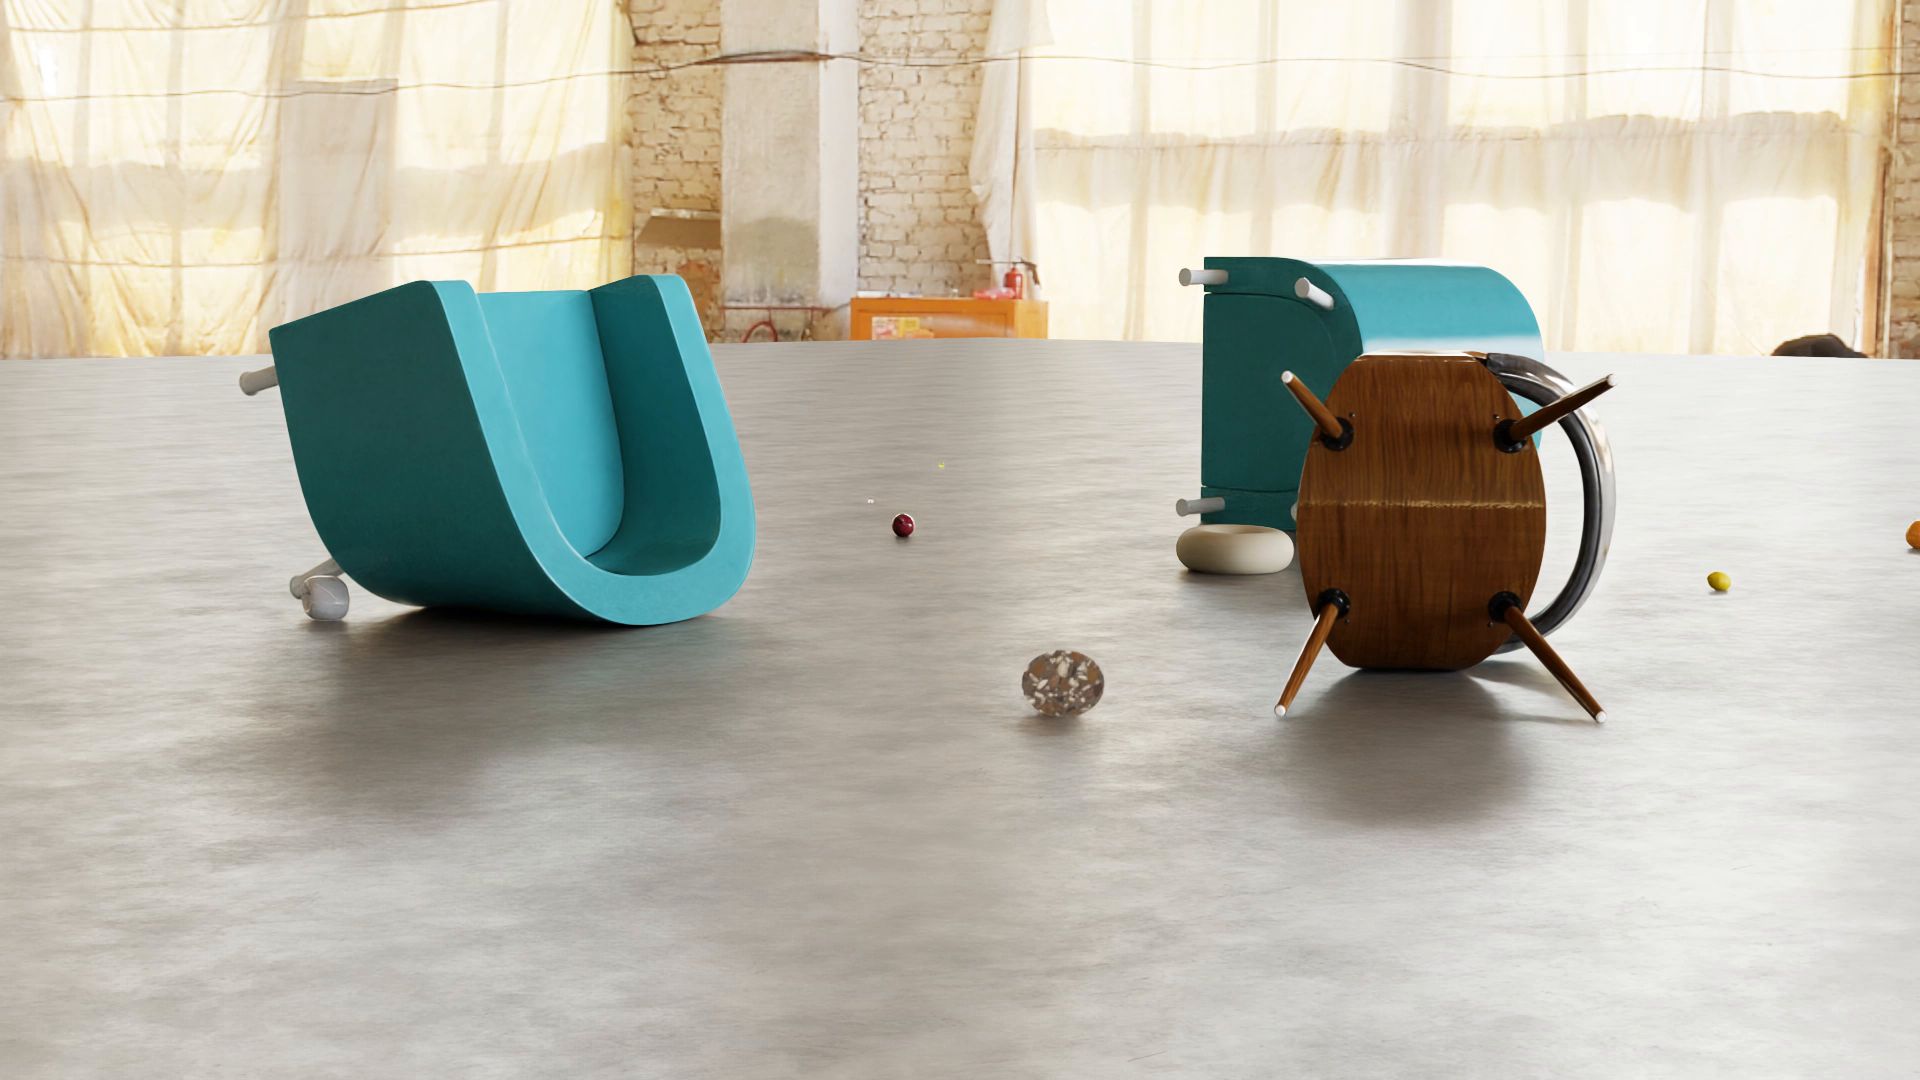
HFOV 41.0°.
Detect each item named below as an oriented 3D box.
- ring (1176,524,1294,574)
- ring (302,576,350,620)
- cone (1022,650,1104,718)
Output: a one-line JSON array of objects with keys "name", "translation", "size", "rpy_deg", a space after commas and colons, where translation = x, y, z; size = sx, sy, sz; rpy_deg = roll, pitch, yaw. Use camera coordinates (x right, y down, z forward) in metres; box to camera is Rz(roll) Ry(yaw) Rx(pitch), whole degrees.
[{"name": "ring", "translation": [0.618, 0.021, 5.770], "size": [0.264, 0.092, 0.272], "rpy_deg": [1, 7, 3]}, {"name": "ring", "translation": [-1.221, 0.112, 4.936], "size": [0.074, 0.083, 0.121], "rpy_deg": [2, 17, -27]}, {"name": "cone", "translation": [0.161, 0.235, 3.899], "size": [0.127, 0.111, 0.085], "rpy_deg": [10, -25, 14]}]
